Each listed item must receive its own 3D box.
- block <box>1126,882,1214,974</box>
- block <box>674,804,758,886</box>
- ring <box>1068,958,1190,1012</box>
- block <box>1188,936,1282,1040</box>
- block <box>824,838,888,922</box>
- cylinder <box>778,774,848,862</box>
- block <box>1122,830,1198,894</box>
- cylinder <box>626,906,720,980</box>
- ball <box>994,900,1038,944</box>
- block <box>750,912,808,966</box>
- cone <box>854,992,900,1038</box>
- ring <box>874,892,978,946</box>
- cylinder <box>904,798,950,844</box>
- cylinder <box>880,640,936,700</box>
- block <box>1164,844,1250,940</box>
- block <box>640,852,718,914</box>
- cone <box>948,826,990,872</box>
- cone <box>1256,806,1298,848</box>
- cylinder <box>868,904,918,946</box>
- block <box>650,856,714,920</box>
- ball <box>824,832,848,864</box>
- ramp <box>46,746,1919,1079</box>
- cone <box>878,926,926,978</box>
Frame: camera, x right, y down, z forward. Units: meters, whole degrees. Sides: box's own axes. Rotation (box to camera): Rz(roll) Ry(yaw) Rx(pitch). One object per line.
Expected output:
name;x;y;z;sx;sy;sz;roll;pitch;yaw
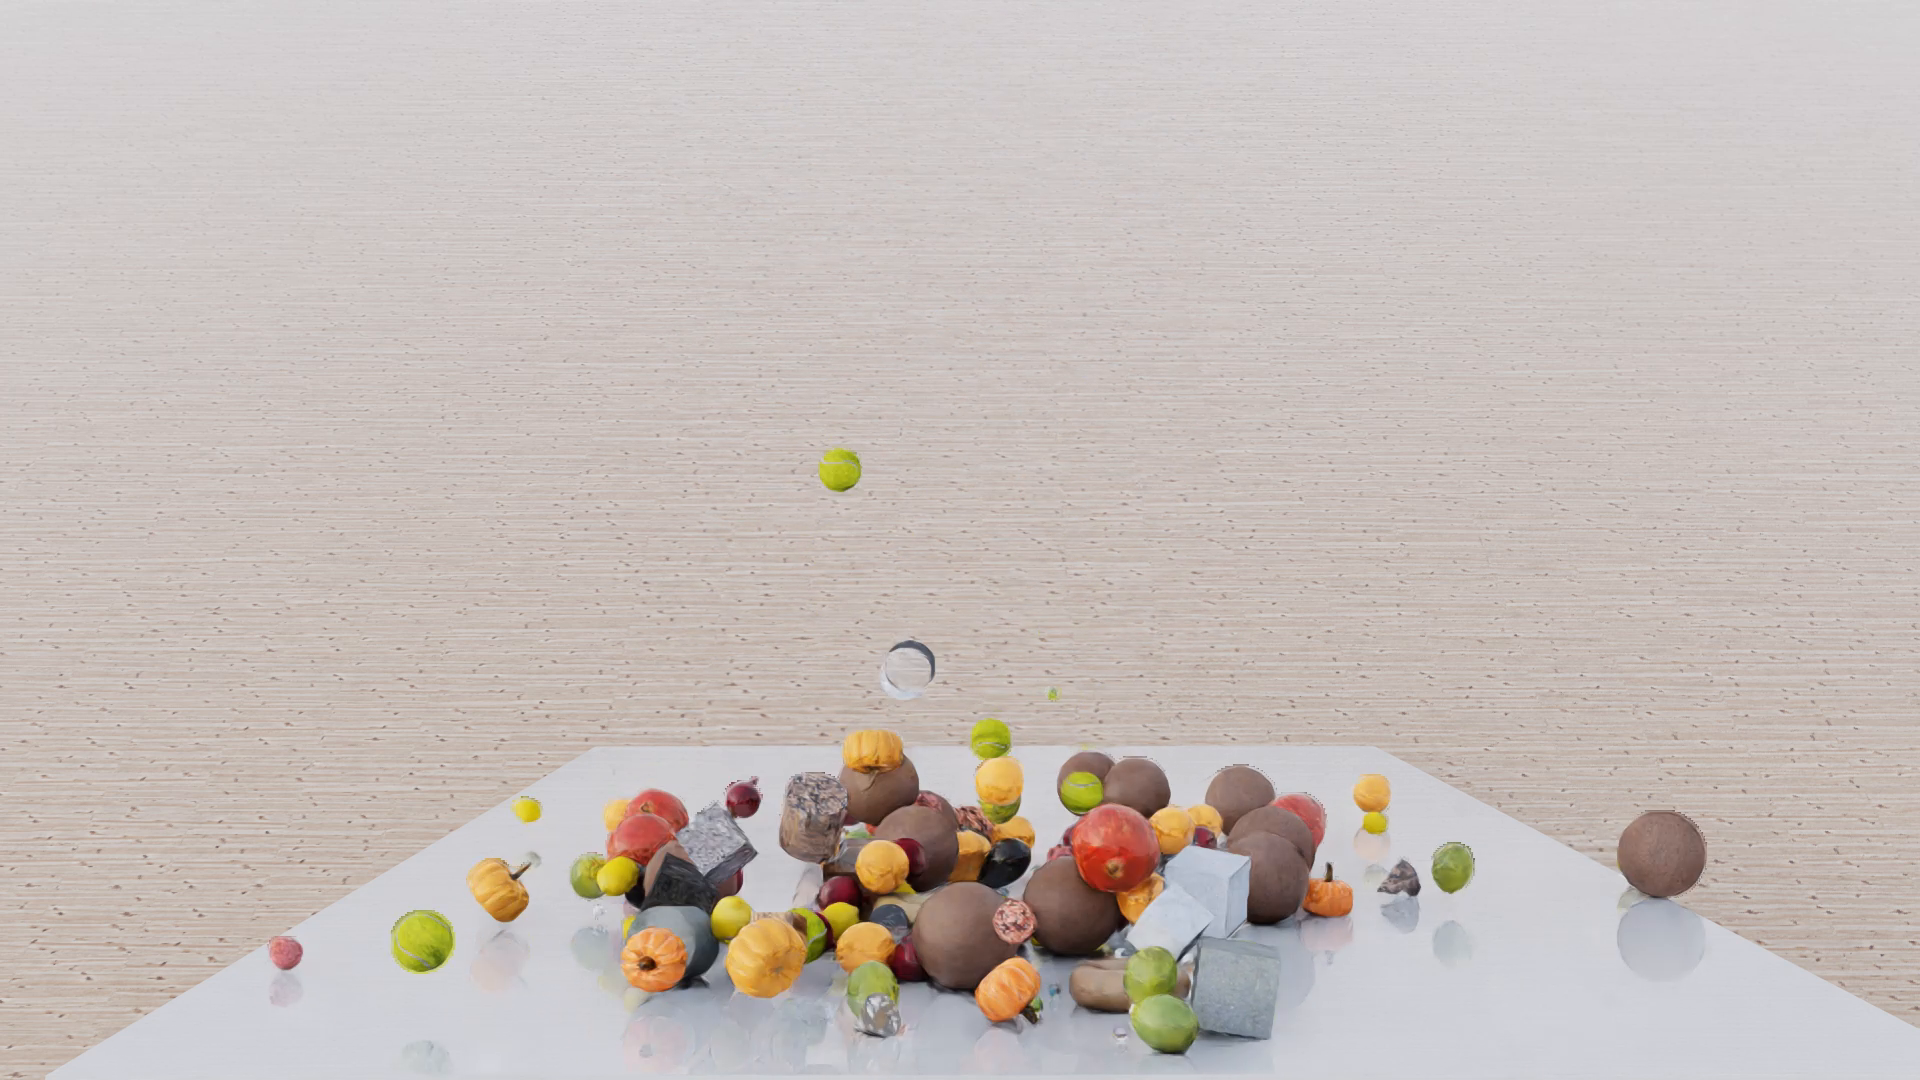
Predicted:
block;0.238;0.438;2.924;0.060;0.060;0.060;40;46;15
block;-0.312;0.392;3.323;0.067;0.067;0.067;-38;68;-3
ring;0.198;0.521;3.028;0.144;0.048;0.144;0;-1;0
block;0.304;0.495;2.866;0.088;0.088;0.088;8;1;3
block;-0.148;0.484;3.679;0.085;0.085;0.085;0;26;1
cylinder;-0.189;0.358;3.328;0.080;0.080;0.080;9;33;-6
block;0.308;0.498;4.007;0.083;0.083;0.083;0;0;-43
cylinder;-0.351;0.493;3.169;0.090;0.090;0.090;9;-5;15
ball;0.064;0.443;2.999;0.050;0.050;0.050;0;29;0
block;-0.217;0.478;3.100;0.055;0.055;0.055;-4;72;13
cone;-0.102;0.533;2.859;0.052;0.052;0.052;-34;6;38
ring;-0.046;0.511;3.478;0.145;0.048;0.145;13;0;0
cylinder;-0.055;0.491;4.513;0.076;0.076;0.076;-6;29;6
cylinder;-0.089;0.222;4.390;0.086;0.086;0.086;-6;-13;-11
block;0.316;0.452;3.319;0.085;0.085;0.085;9;15;24
block;-0.373;0.478;3.439;0.079;0.079;0.079;24;10;-6
cone;0.001;0.503;4.175;0.073;0.073;0.073;-13;-8;-22
cone;0.557;0.502;4.543;0.072;0.072;0.072;0;0;0
cylinder;-0.087;0.505;3.344;0.053;0.053;0.053;-7;57;12
block;-0.398;0.500;3.700;0.083;0.083;0.083;0;0;-11
ball;-0.186;0.427;3.638;0.054;0.054;0.054;0;29;0
ramp;0.066;0.588;4.638;2.000;0.100;4.000;0;0;0
cone;-0.086;0.528;3.227;0.067;0.067;0.067;14;32;23
